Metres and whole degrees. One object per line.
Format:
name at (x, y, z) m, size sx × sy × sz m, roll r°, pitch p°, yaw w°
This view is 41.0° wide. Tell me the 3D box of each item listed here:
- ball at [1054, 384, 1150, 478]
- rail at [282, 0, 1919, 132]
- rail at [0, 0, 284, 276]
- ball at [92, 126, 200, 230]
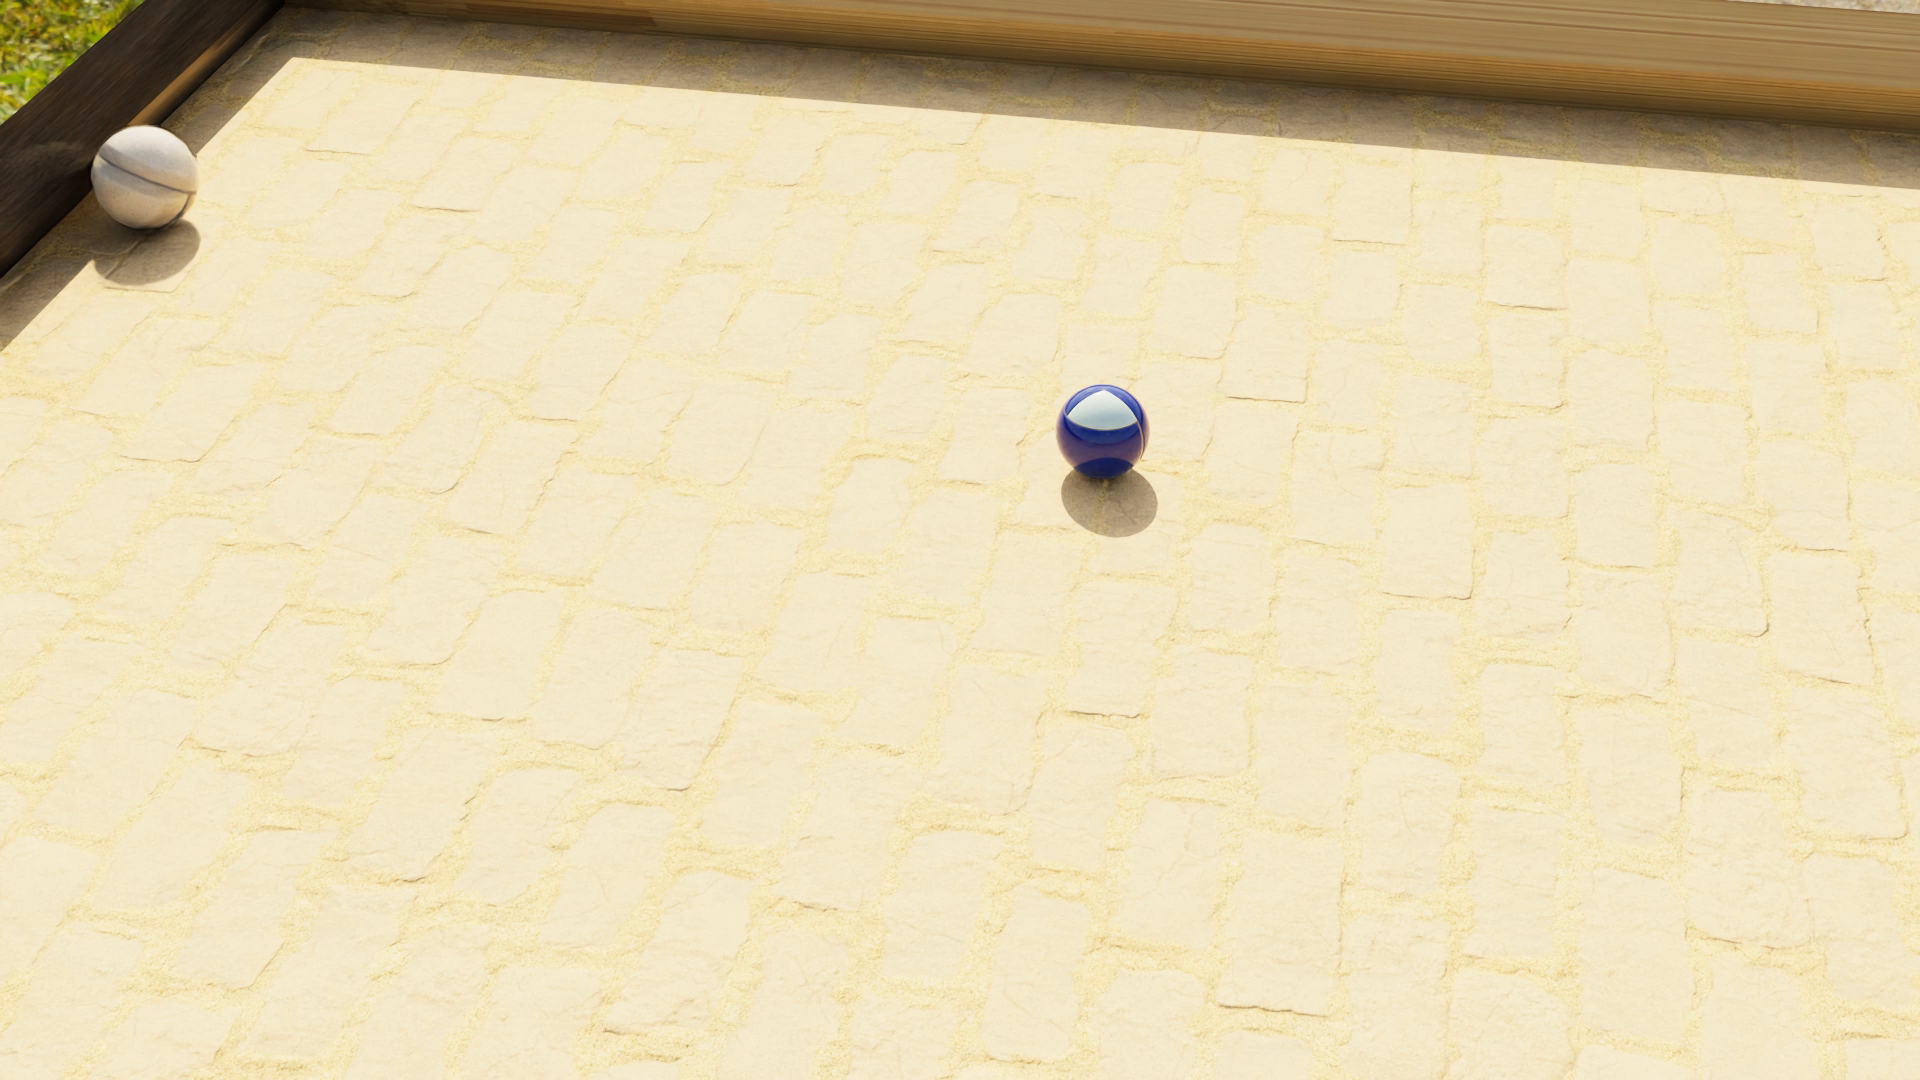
ball at (0.112, -0.085, 2.010) m, size 0.075 × 0.075 × 0.075 m, roll 0°, pitch 34°, yaw 0°
rail at (1.089, -0.425, 2.463) m, size 3.736 × 0.123 × 0.045 m, roll 6°, pitch 35°, yaw 9°
rail at (-0.894, -0.113, 2.006) m, size 0.045 × 0.123 × 1.876 m, roll 6°, pitch 35°, yaw 9°
ball at (-0.747, -0.332, 2.353) m, size 0.094 × 0.094 × 0.094 m, roll 0°, pitch 34°, yaw 0°
